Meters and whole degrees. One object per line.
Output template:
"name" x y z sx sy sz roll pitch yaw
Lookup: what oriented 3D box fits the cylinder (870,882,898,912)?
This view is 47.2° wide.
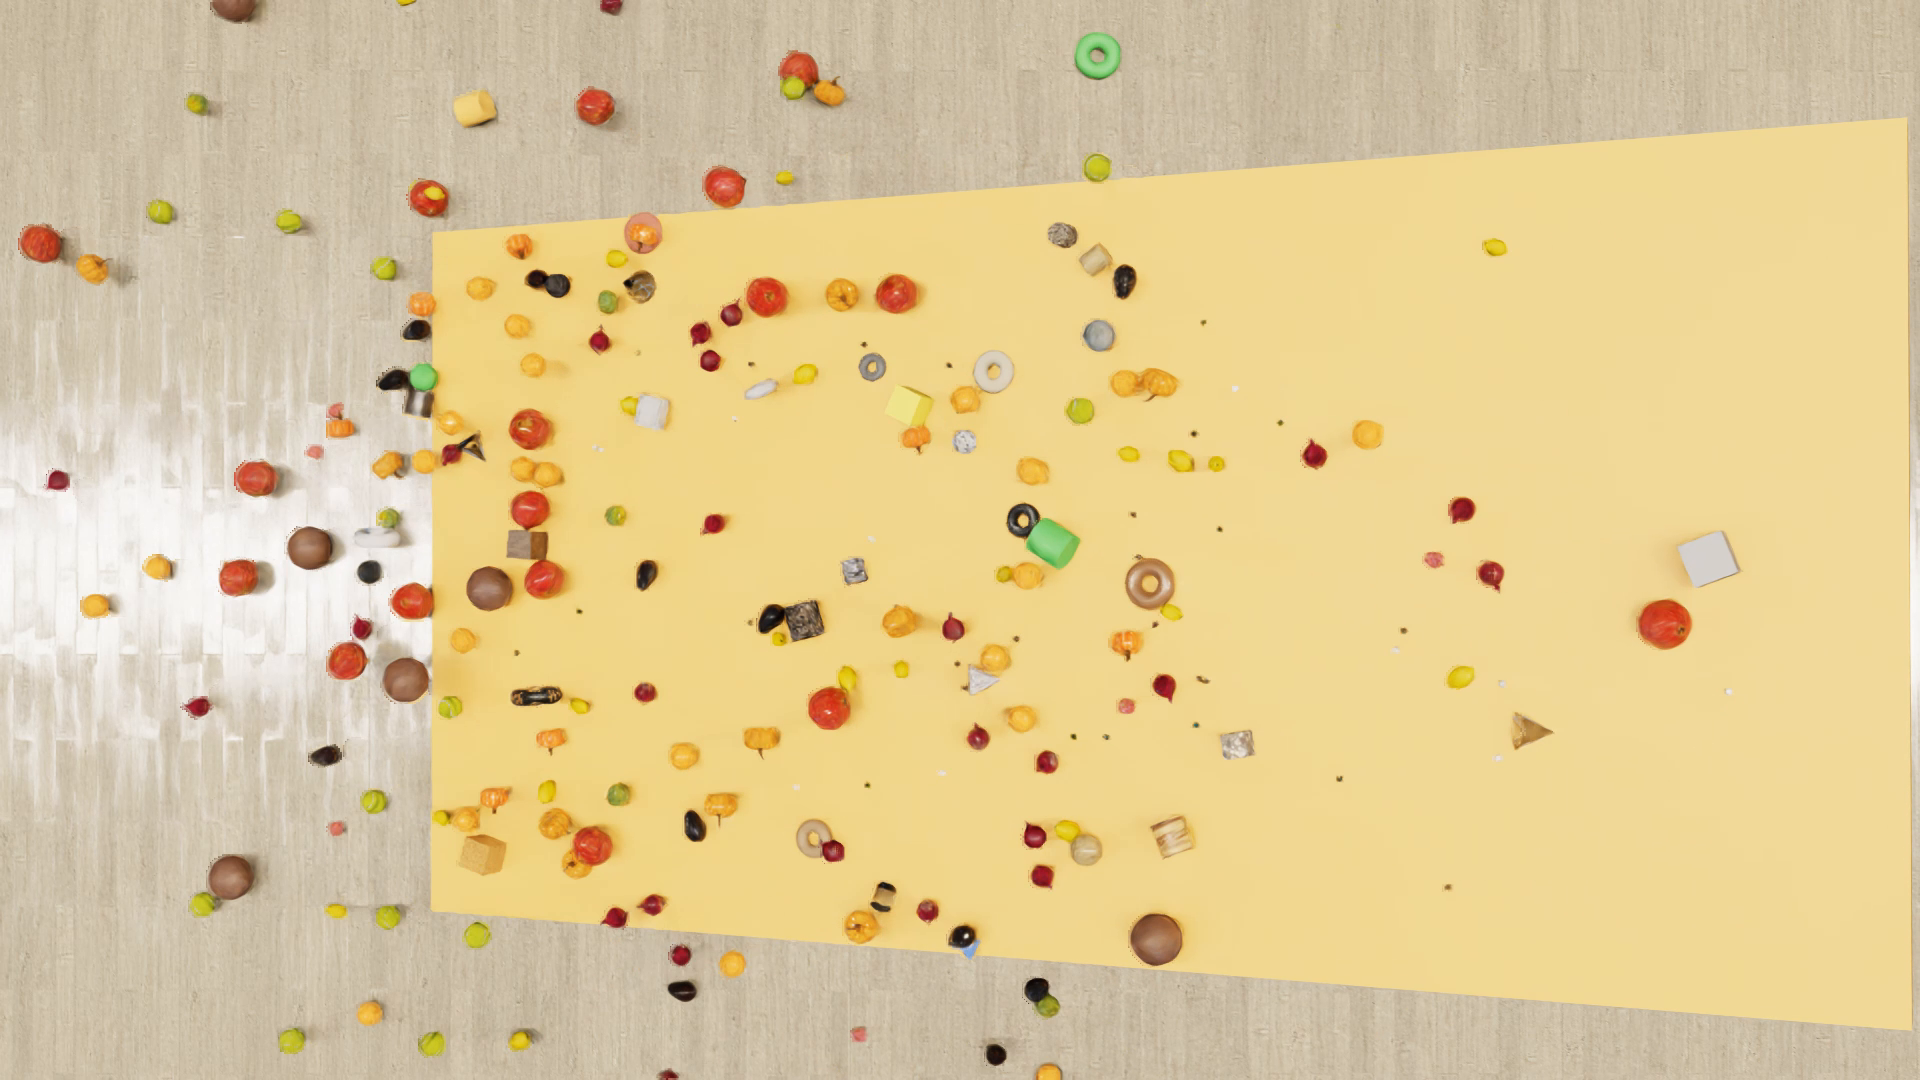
"cylinder" -0.201 0.945 5.806 0.057 0.057 0.057 18 53 0

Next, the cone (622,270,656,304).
"cone" -0.917 -0.714 6.147 0.096 0.096 0.096 0 89 25

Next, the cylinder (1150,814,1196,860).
"cylinder" 0.529 0.739 5.471 0.087 0.087 0.087 -24 75 0

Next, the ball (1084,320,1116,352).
"ball" 0.353 -0.518 5.570 0.082 0.082 0.082 0 89 0

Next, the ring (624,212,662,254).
"ring" -0.888 -0.862 6.167 0.118 0.039 0.118 0 89 23

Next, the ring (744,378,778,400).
"ring" -0.539 -0.407 5.950 0.097 0.097 0.032 -17 112 0

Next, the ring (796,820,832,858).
"ring" -0.393 0.805 5.923 0.107 0.036 0.107 0 91 25

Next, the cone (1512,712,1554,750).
"cone" 1.343 0.447 5.128 0.089 0.089 0.089 3 89 -2

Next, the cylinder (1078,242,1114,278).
"cylinder" 0.346 -0.711 5.586 0.063 0.063 0.063 -36 89 20

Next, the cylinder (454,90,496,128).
"cylinder" -1.442 -1.281 6.534 0.087 0.087 0.087 -14 89 20

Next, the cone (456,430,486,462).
"cone" -1.406 -0.260 6.397 0.089 0.089 0.089 -36 103 0

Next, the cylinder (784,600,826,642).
"cylinder" -0.417 0.217 5.906 0.092 0.092 0.092 -15 85 0

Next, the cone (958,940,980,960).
"cone" 0.032 1.059 5.730 0.057 0.057 0.057 -37 89 -8

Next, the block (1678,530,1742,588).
"block" 1.685 0.043 4.943 0.100 0.100 0.100 -24 80 23

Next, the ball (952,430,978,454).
"ball" 0.013 -0.256 5.733 0.065 0.065 0.065 0 89 0

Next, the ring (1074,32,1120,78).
"ring" 0.411 -1.448 6.570 0.140 0.047 0.140 0 88 1

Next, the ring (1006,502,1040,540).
"ring" 0.164 -0.049 5.680 0.094 0.031 0.094 0 90 24

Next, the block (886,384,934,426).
"block" -0.133 -0.354 5.791 0.081 0.081 0.081 27 100 22

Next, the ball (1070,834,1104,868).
"ball" 0.320 0.786 5.569 0.084 0.084 0.084 0 89 0

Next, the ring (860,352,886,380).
"ring" -0.233 -0.463 5.870 0.078 0.026 0.078 0 89 23

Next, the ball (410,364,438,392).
"ball" -1.573 -0.478 6.452 0.082 0.082 0.082 0 89 0

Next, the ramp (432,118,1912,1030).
"ramp" 0.282 0.082 5.696 4.000 0.100 2.000 0 89 25

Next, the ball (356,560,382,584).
"ball" -1.755 0.095 6.538 0.074 0.074 0.074 0 89 0

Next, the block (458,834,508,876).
"block" -1.375 0.908 6.343 0.087 0.087 0.087 17 96 24

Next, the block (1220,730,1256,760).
"block" 0.685 0.505 5.417 0.063 0.063 0.063 -12 84 24

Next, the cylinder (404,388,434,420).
"cylinder" -1.587 -0.400 6.458 0.075 0.075 0.075 12 88 0

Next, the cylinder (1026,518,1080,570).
"cylinder" 0.237 0.008 5.609 0.098 0.098 0.098 34 89 21

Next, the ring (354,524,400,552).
"ring" -1.714 -0.006 6.462 0.134 0.134 0.045 11 112 0

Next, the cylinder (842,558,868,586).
"cylinder" -0.281 0.083 5.865 0.061 0.061 0.061 -13 82 0

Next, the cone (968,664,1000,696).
"cone" 0.067 0.365 5.715 0.087 0.087 0.087 -2 89 -2

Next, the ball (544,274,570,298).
"ball" -1.147 -0.725 6.266 0.071 0.071 0.071 0 89 0

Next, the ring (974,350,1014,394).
"ring" 0.088 -0.437 5.716 0.113 0.038 0.113 0 90 24

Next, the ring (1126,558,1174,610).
"ring" 0.478 0.110 5.528 0.131 0.044 0.131 0 89 23

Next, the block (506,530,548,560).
"block" -1.238 0.014 6.294 0.081 0.081 0.081 3 90 25

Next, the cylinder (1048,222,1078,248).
"cylinder" 0.263 -0.781 5.627 0.059 0.059 0.059 0 89 25
